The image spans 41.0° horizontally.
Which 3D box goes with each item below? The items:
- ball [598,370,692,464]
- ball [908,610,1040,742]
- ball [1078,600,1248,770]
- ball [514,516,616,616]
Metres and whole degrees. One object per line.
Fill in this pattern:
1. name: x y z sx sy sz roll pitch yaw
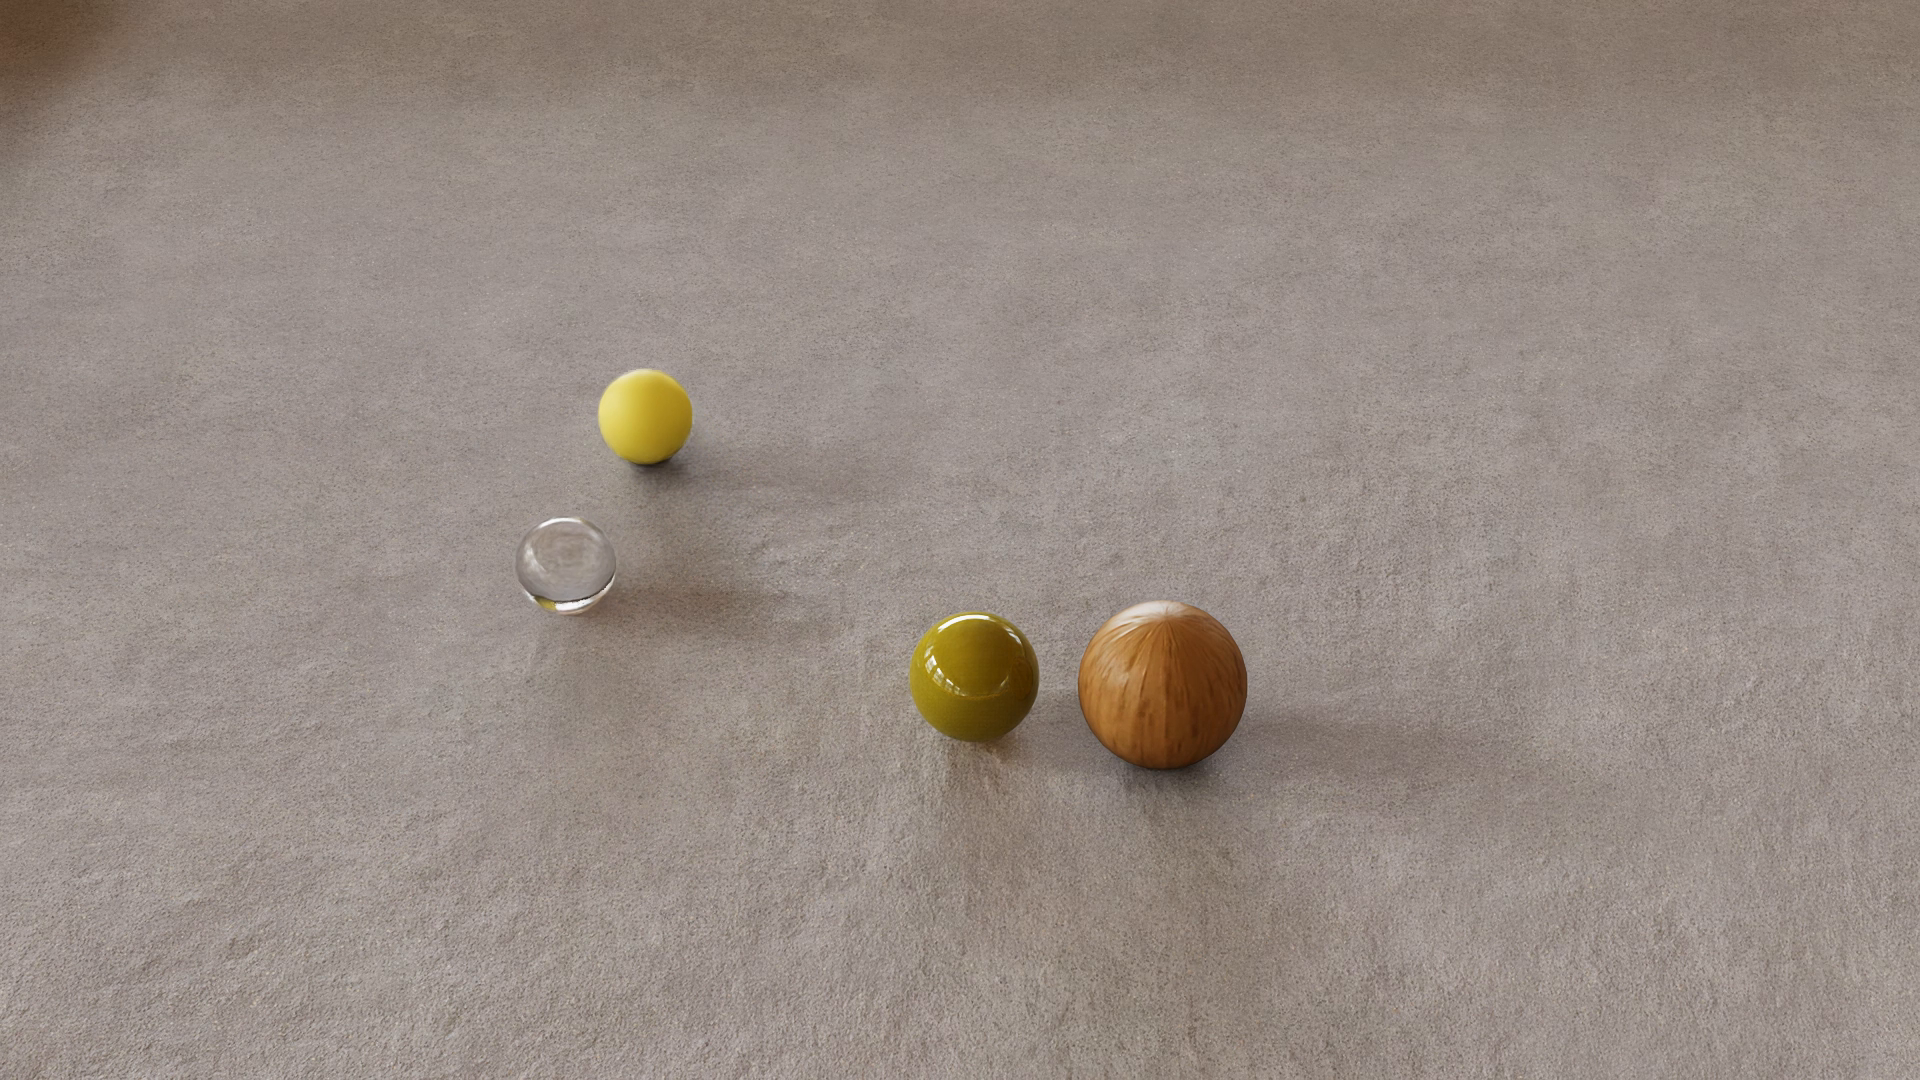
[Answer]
1. ball: -0.204 -0.080 1.667 0.061 0.061 0.061 0 37 0
2. ball: 0.008 0.077 1.446 0.074 0.074 0.074 0 37 0
3. ball: 0.112 0.080 1.424 0.094 0.094 0.094 0 37 0
4. ball: -0.237 0.015 1.540 0.060 0.060 0.060 0 37 0
